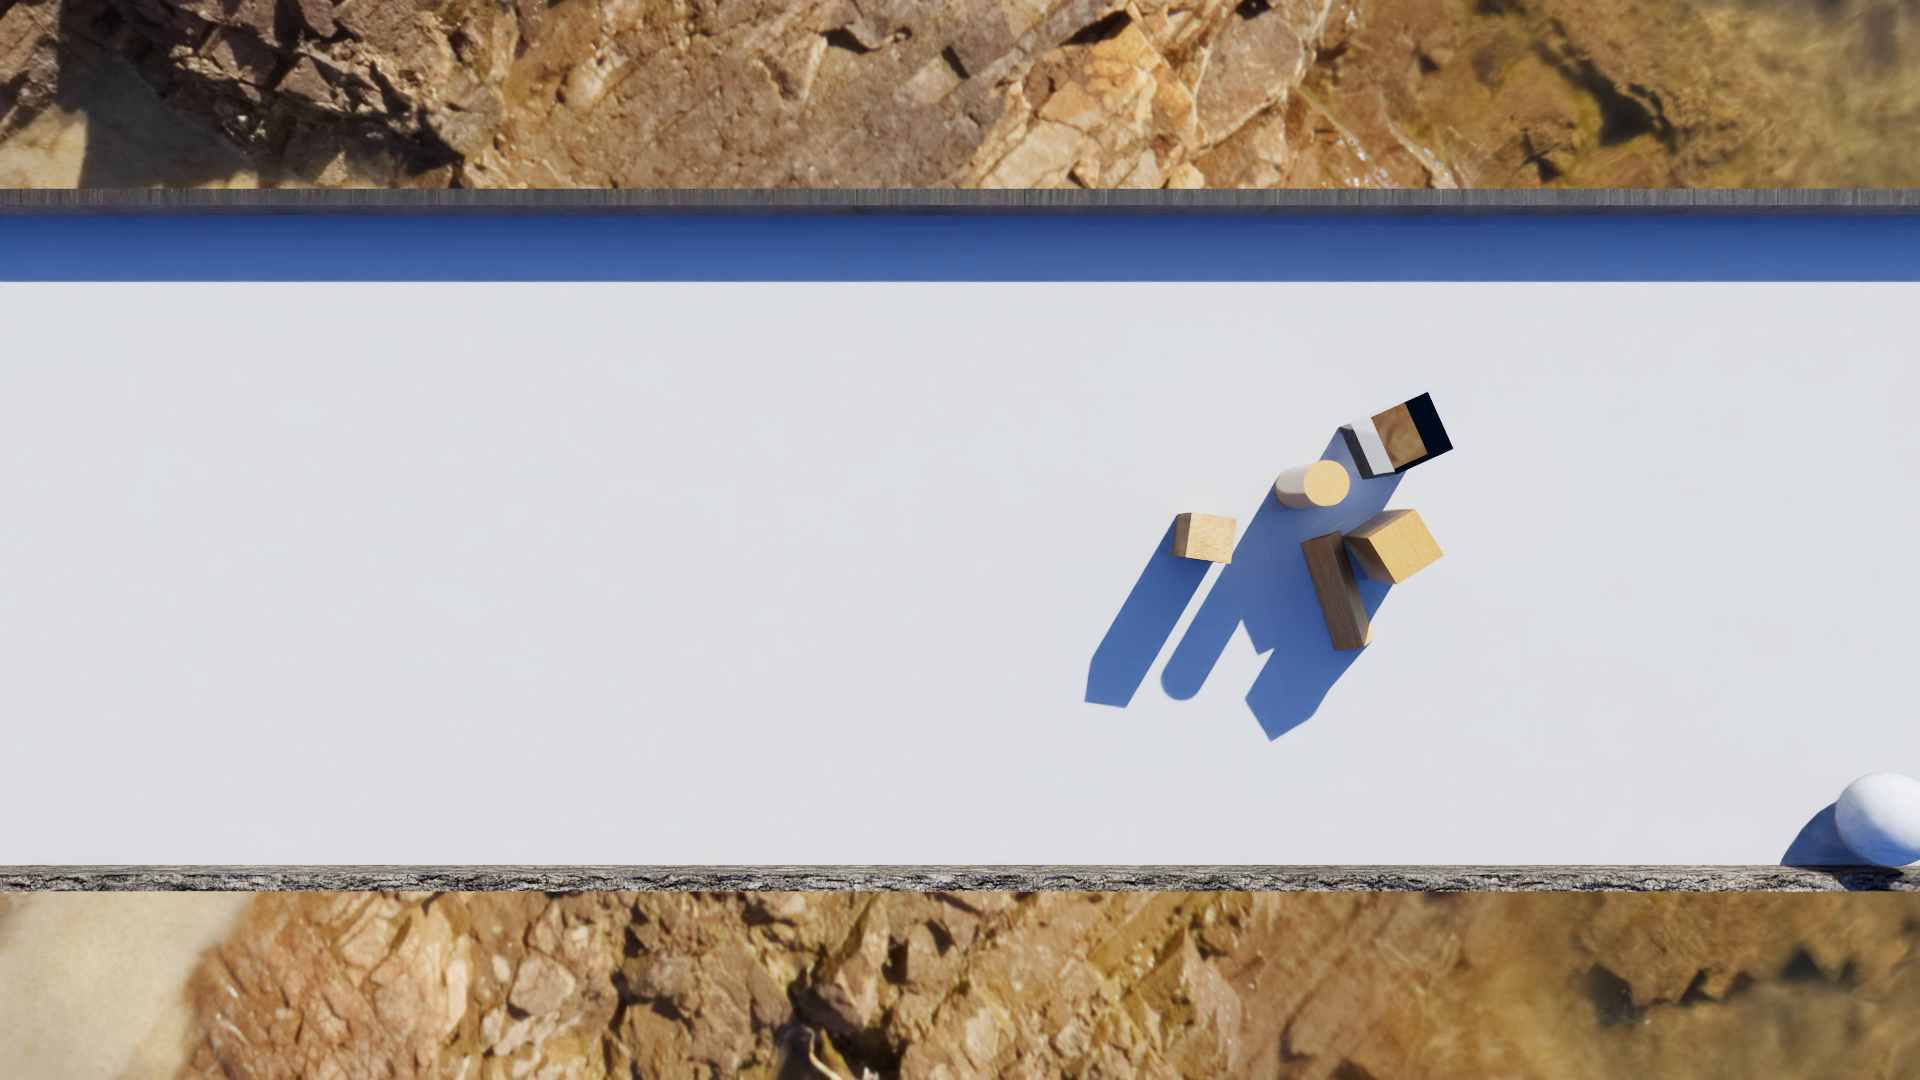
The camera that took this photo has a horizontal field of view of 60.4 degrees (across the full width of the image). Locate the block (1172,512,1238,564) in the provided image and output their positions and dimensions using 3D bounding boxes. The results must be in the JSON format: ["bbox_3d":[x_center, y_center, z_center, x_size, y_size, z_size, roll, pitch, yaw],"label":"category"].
[{"bbox_3d":[0.724,-0.006,4.913,0.131,0.326,0.131,8,90,0],"label":"block"}]

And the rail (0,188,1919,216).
[{"bbox_3d":[-2.247,-1.025,5.002,12.000,0.150,0.050,0,90,0],"label":"rail"}]

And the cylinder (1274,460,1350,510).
[{"bbox_3d":[1.033,-0.160,4.863,0.130,0.428,0.130,0,90,0],"label":"cylinder"}]

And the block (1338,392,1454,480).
[{"bbox_3d":[1.284,-0.303,4.880,0.179,0.393,0.179,-24,90,0],"label":"block"}]

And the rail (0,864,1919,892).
[{"bbox_3d":[-2.247,1.025,5.001,12.000,0.150,0.050,0,90,0],"label":"rail"}]

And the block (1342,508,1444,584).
[{"bbox_3d":[1.280,0.017,4.895,0.157,0.359,0.157,-32,90,2],"label":"block"}]

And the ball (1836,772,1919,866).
[{"bbox_3d":[2.779,0.834,4.936,0.281,0.281,0.281,0,90,0],"label":"ball"}]

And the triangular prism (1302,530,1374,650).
[{"bbox_3d":[1.161,0.155,5.020,0.124,0.107,0.349,-18,90,0],"label":"triangular prism"}]
